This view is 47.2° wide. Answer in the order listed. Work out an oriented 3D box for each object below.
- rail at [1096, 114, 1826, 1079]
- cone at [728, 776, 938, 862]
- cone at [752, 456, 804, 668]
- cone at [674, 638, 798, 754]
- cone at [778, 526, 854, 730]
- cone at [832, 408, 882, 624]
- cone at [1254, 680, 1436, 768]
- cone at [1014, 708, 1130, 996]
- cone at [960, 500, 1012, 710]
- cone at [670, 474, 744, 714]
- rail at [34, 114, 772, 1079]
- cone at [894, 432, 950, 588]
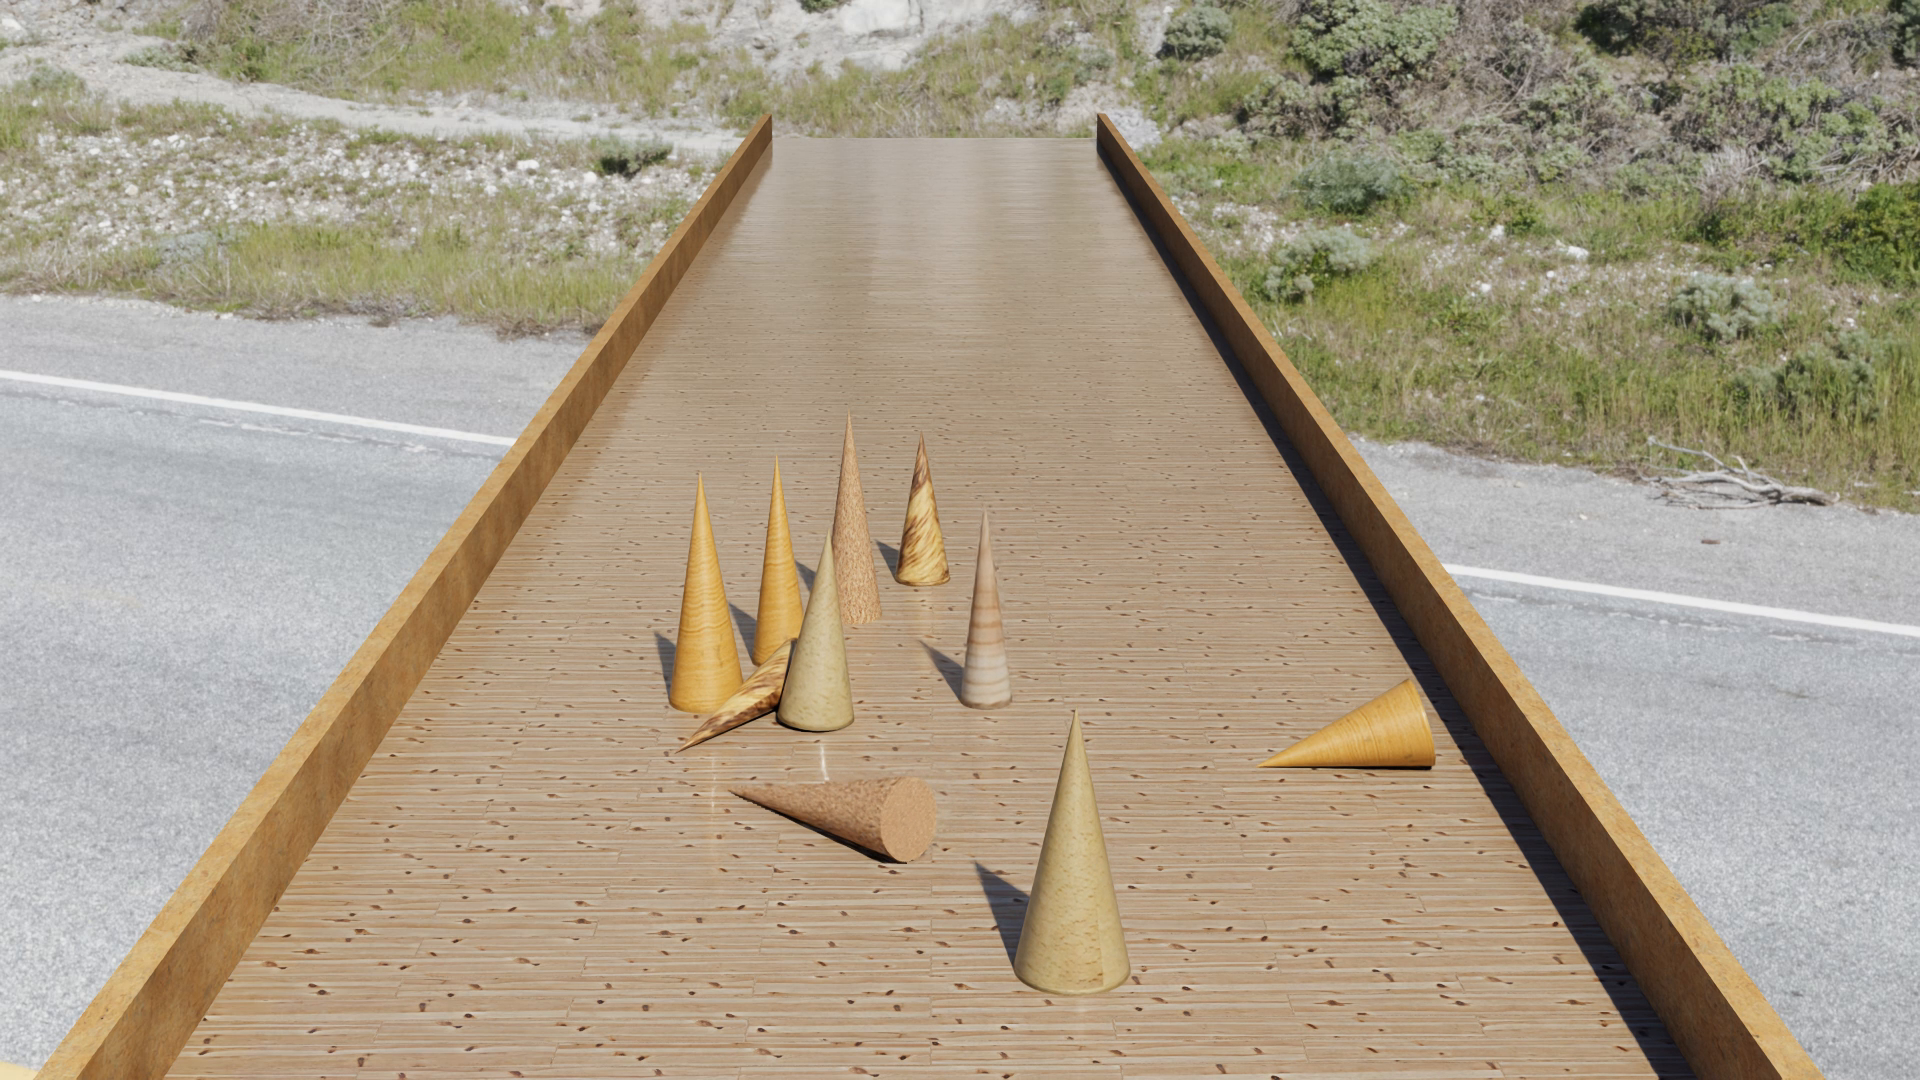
[{"bbox_3d":[0.932,-0.844,7.801,0.050,0.150,12.000,0,17,-1],"label":"rail"},{"bbox_3d":[-0.243,0.436,3.641,0.433,0.135,0.135,3,14,41],"label":"cone"},{"bbox_3d":[-0.358,0.036,4.352,0.119,0.430,0.119,0,17,0],"label":"cone"},{"bbox_3d":[-0.408,0.312,4.080,0.113,0.113,0.386,11,28,32],"label":"cone"},{"bbox_3d":[-0.253,0.152,4.047,0.145,0.371,0.145,5,17,-1],"label":"cone"},{"bbox_3d":[-0.231,-0.058,4.625,0.129,0.454,0.129,0,17,0],"label":"cone"},{"bbox_3d":[0.665,0.361,3.878,0.304,0.160,0.160,-15,17,1],"label":"cone"},{"bbox_3d":[0.161,0.421,3.101,0.169,0.404,0.169,0,17,0],"label":"cone"},{"bbox_3d":[0.048,0.114,4.138,0.101,0.401,0.101,-1,17,0],"label":"cone"},{"bbox_3d":[-0.481,0.088,4.135,0.148,0.455,0.148,0,17,0],"label":"cone"},{"bbox_3d":[-1.118,-0.838,7.780,0.050,0.150,12.000,0,17,-1],"label":"rail"},{"bbox_3d":[-0.084,-0.080,4.887,0.127,0.346,0.127,0,17,0],"label":"cone"}]
